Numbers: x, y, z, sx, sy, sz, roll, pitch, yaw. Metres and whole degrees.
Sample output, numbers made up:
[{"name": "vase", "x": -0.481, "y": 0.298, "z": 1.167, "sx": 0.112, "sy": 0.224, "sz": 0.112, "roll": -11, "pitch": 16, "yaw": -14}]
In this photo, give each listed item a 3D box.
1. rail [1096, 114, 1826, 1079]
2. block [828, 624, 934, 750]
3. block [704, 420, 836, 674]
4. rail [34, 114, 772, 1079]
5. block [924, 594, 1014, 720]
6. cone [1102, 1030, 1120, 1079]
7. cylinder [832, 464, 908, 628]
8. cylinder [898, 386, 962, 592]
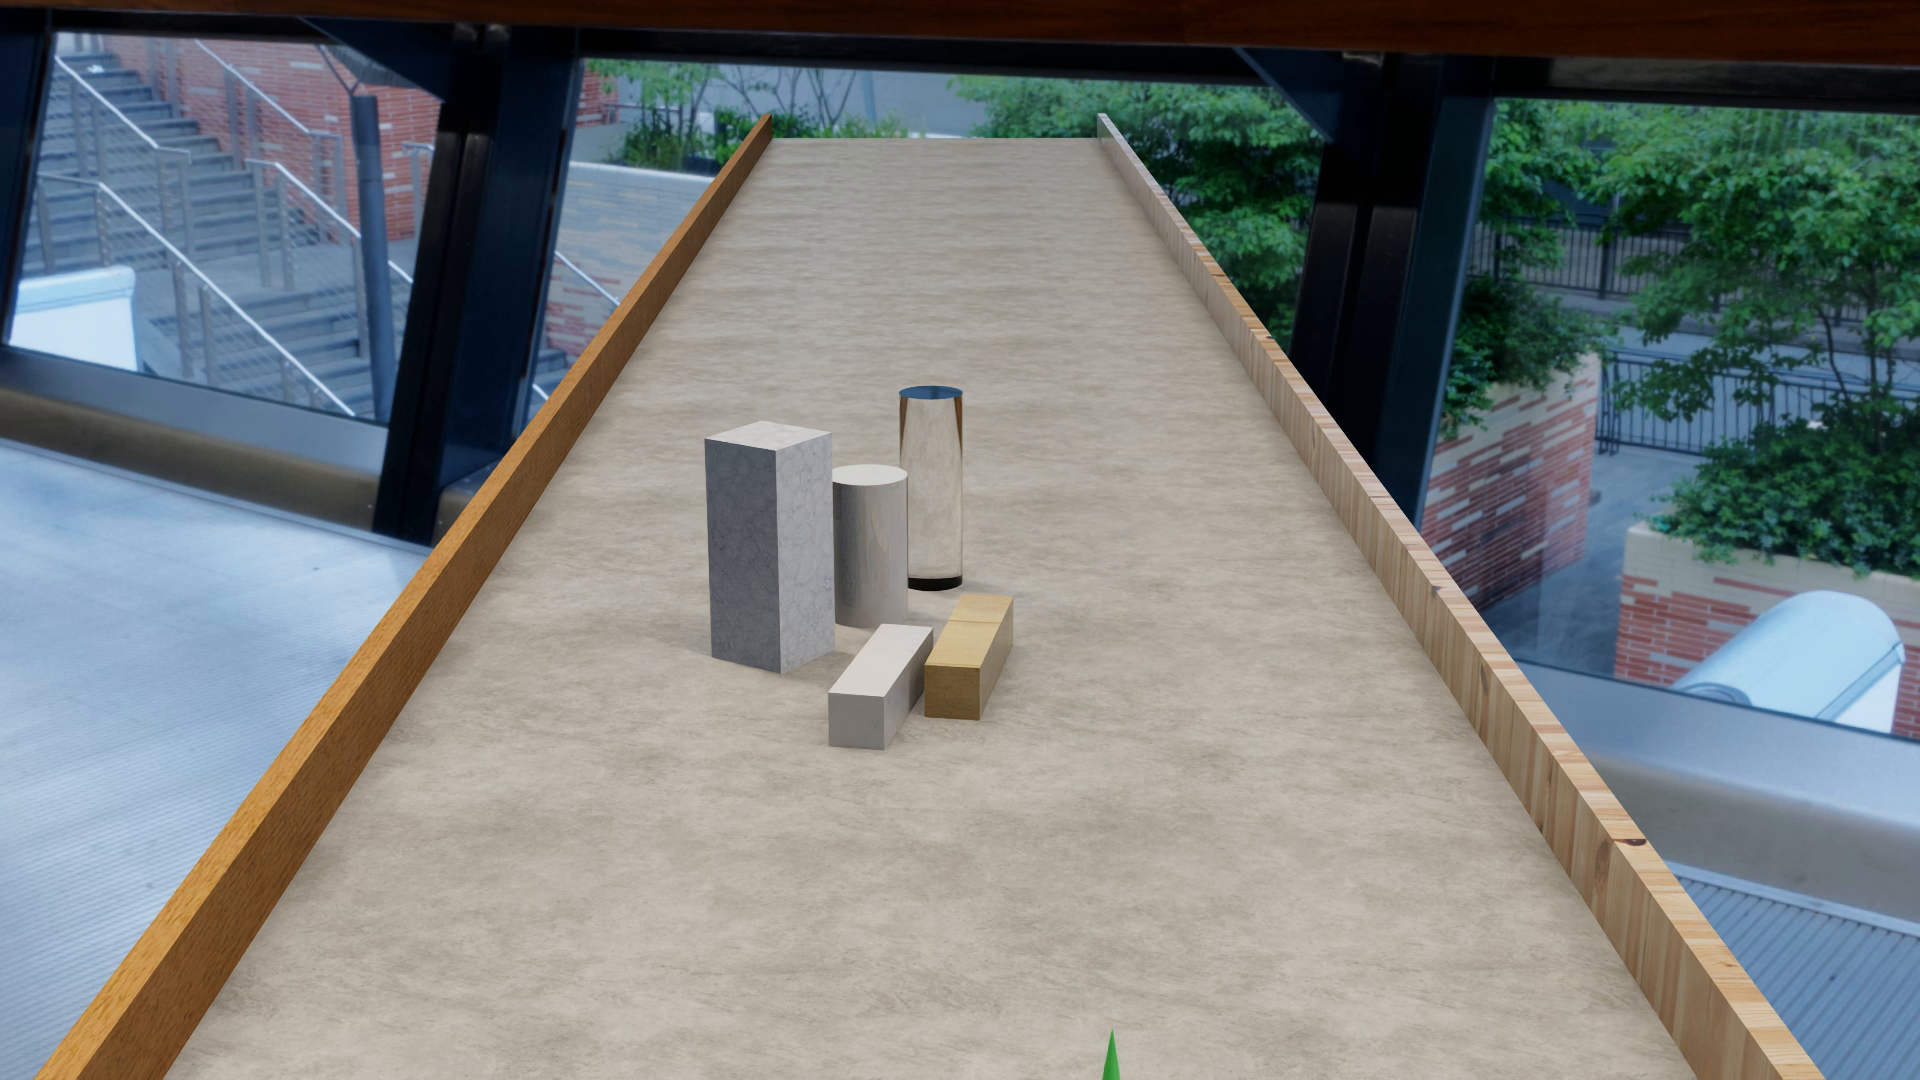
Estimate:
[{"name": "rail", "x": 0.932, "y": -0.844, "z": 7.801, "sx": 0.050, "sy": 0.150, "sz": 12.000, "roll": 0, "pitch": 17, "yaw": -1}, {"name": "block", "x": -0.145, "y": 0.271, "z": 4.133, "sx": 0.104, "sy": 0.104, "sz": 0.392, "roll": 4, "pitch": 17, "yaw": 12}, {"name": "block", "x": -0.377, "y": 0.012, "z": 4.390, "sx": 0.178, "sy": 0.455, "sz": 0.178, "roll": 11, "pitch": 20, "yaw": 32}, {"name": "rail", "x": -1.118, "y": -0.838, "z": 7.780, "sx": 0.050, "sy": 0.150, "sz": 12.000, "roll": 0, "pitch": 17, "yaw": -1}, {"name": "block", "x": 0.021, "y": 0.223, "z": 4.295, "sx": 0.104, "sy": 0.104, "sz": 0.435, "roll": 3, "pitch": 17, "yaw": 9}, {"name": "cone", "x": 0.153, "y": 0.676, "z": 2.261, "sx": 0.124, "sy": 0.394, "sz": 0.124, "roll": 0, "pitch": 17, "yaw": 0}, {"name": "cylinder", "x": -0.196, "y": 0.012, "z": 4.645, "sx": 0.172, "sy": 0.310, "sz": 0.172, "roll": 0, "pitch": 17, "yaw": 0}, {"name": "cylinder", "x": -0.063, "y": -0.114, "z": 4.852, "sx": 0.139, "sy": 0.432, "sz": 0.139, "roll": 0, "pitch": 17, "yaw": 0}]
